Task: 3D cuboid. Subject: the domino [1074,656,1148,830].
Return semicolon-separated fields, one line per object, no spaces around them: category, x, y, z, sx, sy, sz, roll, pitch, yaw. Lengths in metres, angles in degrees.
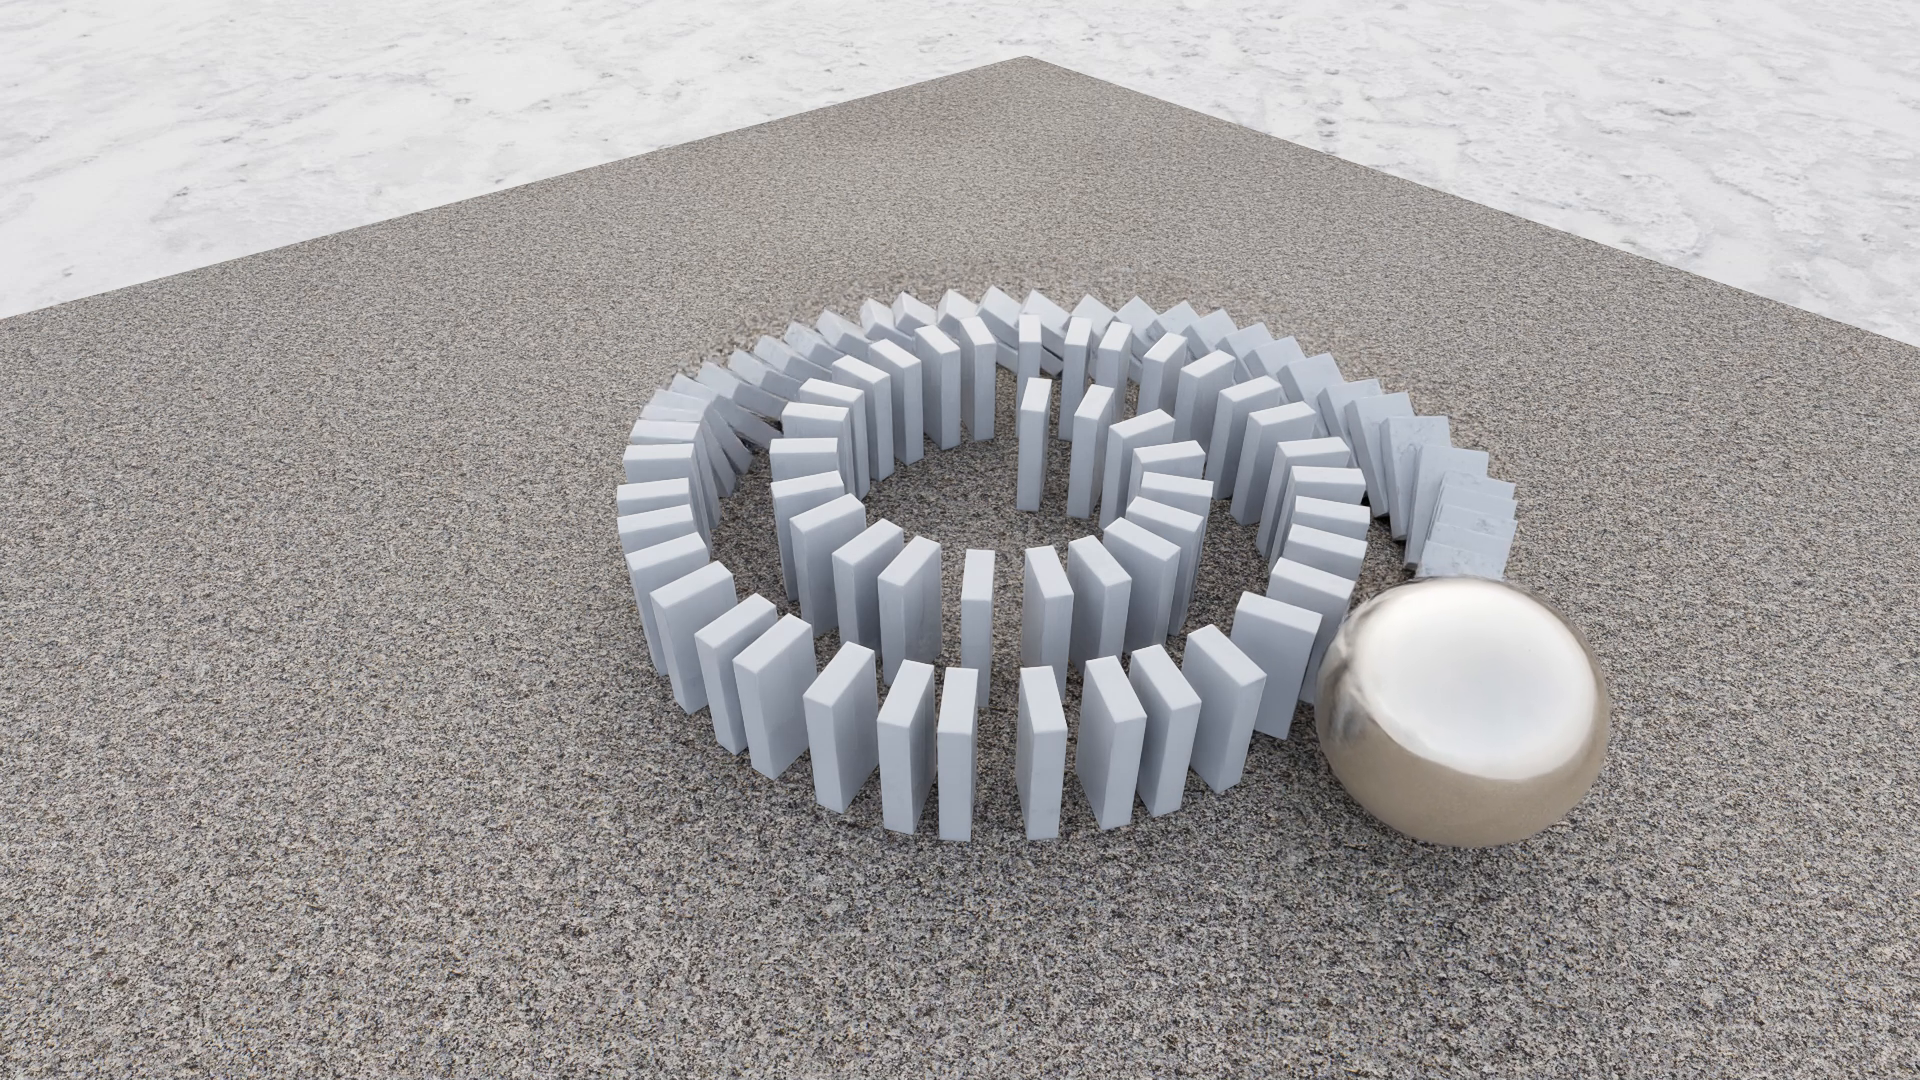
domino;0.045;0.062;0.335;0.009;0.050;0.025;-9;40;-11

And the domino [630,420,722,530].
domino;-0.113;-0.026;0.442;0.025;0.050;0.009;4;48;5

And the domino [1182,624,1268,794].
domino;0.080;0.054;0.346;0.009;0.050;0.025;-20;43;-22

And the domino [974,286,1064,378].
domino;0.032;-0.105;0.551;0.050;0.010;0.025;32;38;-12

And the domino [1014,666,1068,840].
domino;0.024;0.065;0.332;0.010;0.050;0.025;-4;40;-5

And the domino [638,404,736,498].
domino;-0.112;-0.036;0.456;0.025;0.050;0.010;8;63;10

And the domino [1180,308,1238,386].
domino;0.129;-0.084;0.525;0.025;0.010;0.050;-29;81;-33

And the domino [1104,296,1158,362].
domino;0.097;-0.096;0.541;0.050;0.009;0.025;43;49;2

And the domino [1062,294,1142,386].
domino;0.077;-0.099;0.547;0.050;0.009;0.025;36;45;-1

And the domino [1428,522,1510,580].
domino;0.174;0.021;0.390;0.025;0.050;0.010;16;2;18

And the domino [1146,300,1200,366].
domino;0.116;-0.090;0.533;0.025;0.010;0.050;-35;83;-35

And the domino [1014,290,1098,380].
domino;0.052;-0.102;0.549;0.050;0.009;0.025;32;40;-10

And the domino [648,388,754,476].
domino;-0.110;-0.045;0.468;0.025;0.050;0.010;15;71;18

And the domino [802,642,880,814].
domino;-0.036;0.058;0.340;0.009;0.050;0.025;17;42;20

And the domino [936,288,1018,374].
domino;0.013;-0.104;0.550;0.050;0.010;0.025;27;35;-18

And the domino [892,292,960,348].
domino;-0.009;-0.103;0.547;0.050;0.009;0.025;26;29;-24

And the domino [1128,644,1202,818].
domino;0.061;0.059;0.339;0.010;0.050;0.025;-13;41;-16

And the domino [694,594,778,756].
domino;-0.070;0.044;0.358;0.010;0.050;0.025;28;47;30

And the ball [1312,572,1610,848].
ball;0.147;0.050;0.327;0.080;0.080;0.080;0;39;0

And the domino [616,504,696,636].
domino;-0.106;0.012;0.397;0.025;0.050;0.010;-12;41;-14

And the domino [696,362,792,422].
domino;-0.092;-0.065;0.498;0.025;0.009;0.050;32;7;33

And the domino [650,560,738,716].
domino;-0.087;0.033;0.371;0.025;0.050;0.010;-28;47;-30

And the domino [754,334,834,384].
domino;-0.070;-0.080;0.518;0.050;0.009;0.025;17;16;-49

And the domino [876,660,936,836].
domino;-0.016;0.063;0.334;0.009;0.050;0.025;10;40;12

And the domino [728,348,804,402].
domino;-0.080;-0.073;0.509;0.025;0.010;0.050;35;12;35

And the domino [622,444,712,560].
domino;-0.113;-0.014;0.428;0.025;0.050;0.009;-2;39;-3

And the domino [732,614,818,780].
domino;-0.057;0.050;0.350;0.010;0.050;0.025;24;45;26

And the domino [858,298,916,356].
domino;-0.025;-0.099;0.544;0.050;0.009;0.025;23;30;-29

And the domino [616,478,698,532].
domino;-0.110;0.001;0.410;0.025;0.050;0.009;-7;40;-9

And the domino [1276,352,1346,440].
domino;0.164;-0.058;0.493;0.025;0.009;0.050;-16;75;-22

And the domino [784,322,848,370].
domino;-0.058;-0.087;0.526;0.050;0.009;0.025;19;18;-45

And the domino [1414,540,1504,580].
domino;0.168;0.028;0.382;0.025;0.050;0.010;16;2;18

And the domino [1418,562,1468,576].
domino;0.163;0.035;0.373;0.025;0.050;0.010;16;2;18

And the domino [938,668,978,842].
domino;0.000;0.065;0.332;0.009;0.050;0.025;3;39;4

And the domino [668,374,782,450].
domino;-0.103;-0.056;0.484;0.025;0.050;0.010;26;86;28

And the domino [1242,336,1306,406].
domino;0.153;-0.067;0.504;0.025;0.010;0.050;-20;77;-27

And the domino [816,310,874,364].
domino;-0.044;-0.093;0.534;0.050;0.010;0.025;21;21;-41

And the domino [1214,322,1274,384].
domino;0.143;-0.076;0.515;0.025;0.009;0.050;-23;78;-27

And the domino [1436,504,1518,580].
domino;0.181;0.014;0.398;0.025;0.050;0.009;16;2;18

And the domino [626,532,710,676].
domino;-0.098;0.023;0.383;0.025;0.050;0.009;-20;43;-22
